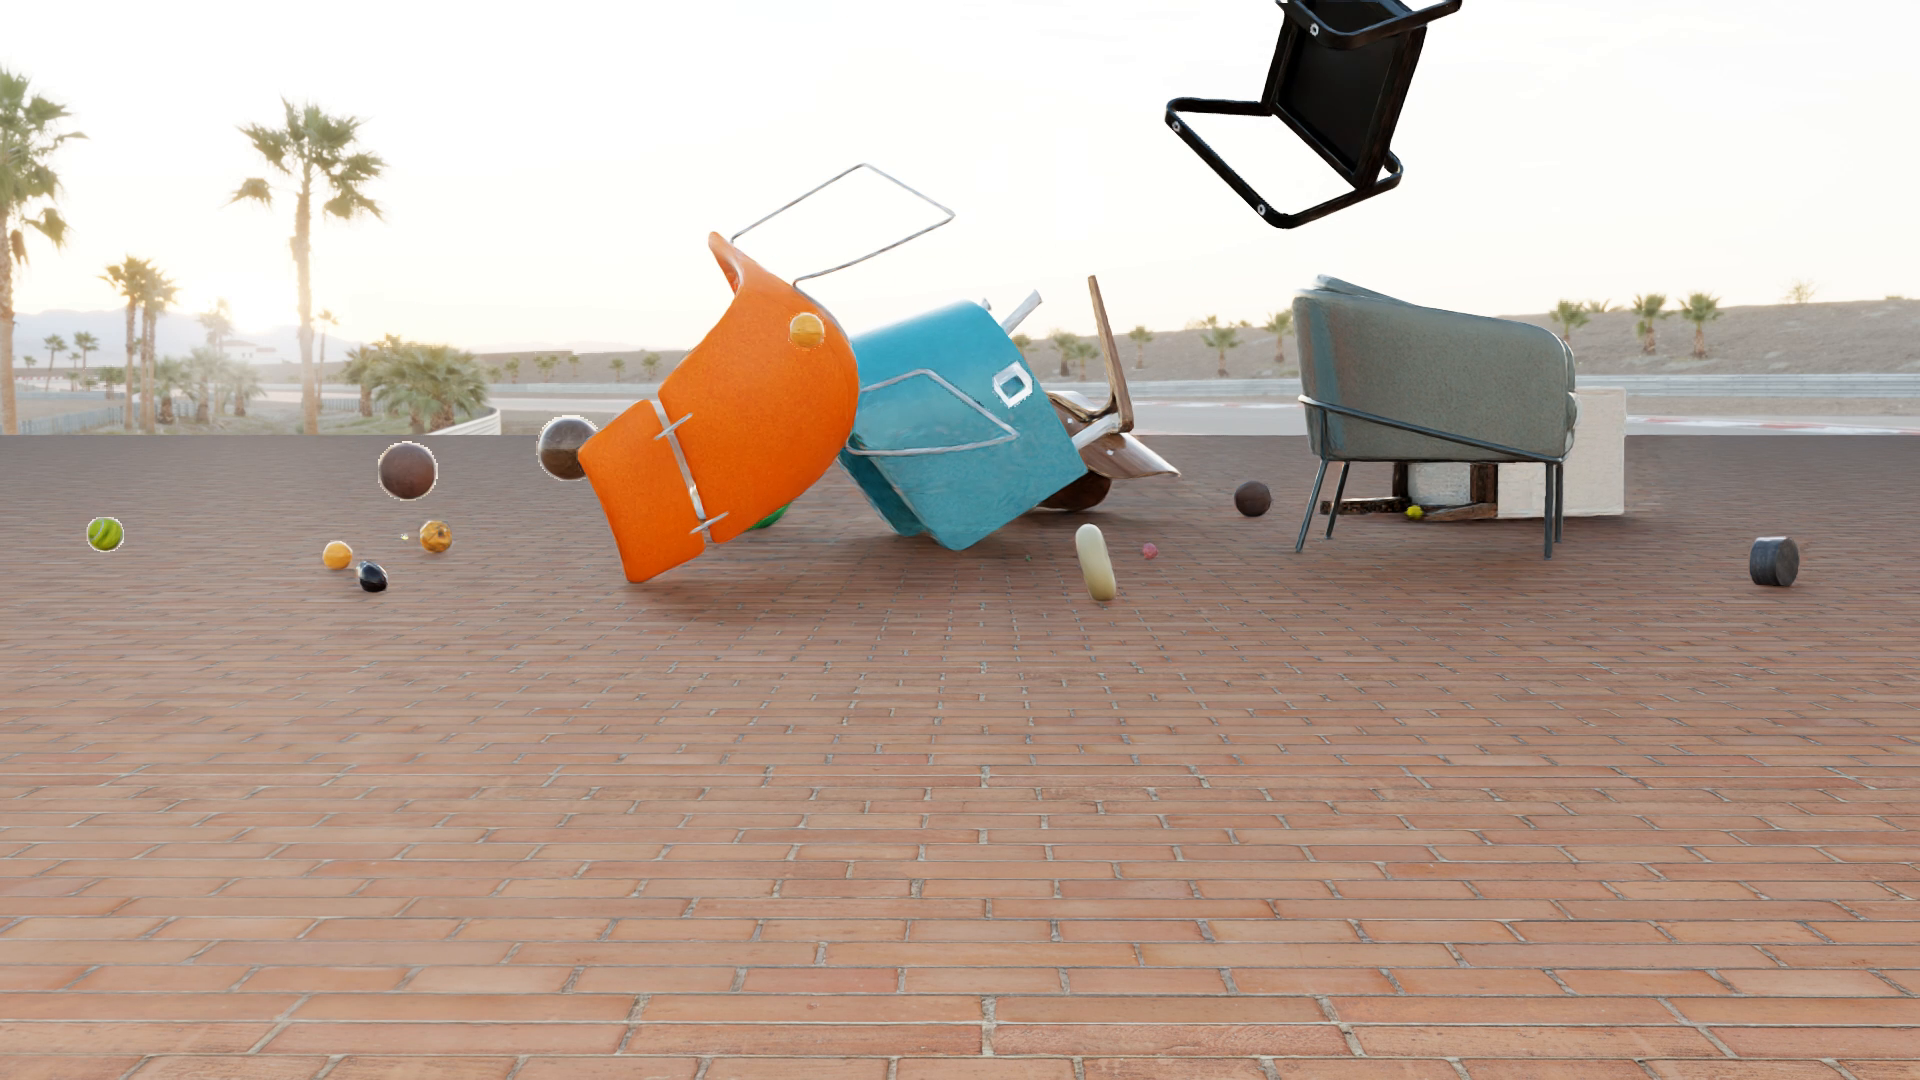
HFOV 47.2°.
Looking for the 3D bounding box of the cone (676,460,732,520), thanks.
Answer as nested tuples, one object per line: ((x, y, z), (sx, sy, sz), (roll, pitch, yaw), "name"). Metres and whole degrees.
((-0.900, -0.123, 7.584), (0.231, 0.242, 0.211), (-28, -56, 30), "cone")

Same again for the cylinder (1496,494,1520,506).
((2.093, -0.152, 8.407), (0.087, 0.049, 0.057), (1, -7, 9), "cylinder")

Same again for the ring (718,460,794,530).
((-0.659, -0.143, 7.101), (0.116, 0.211, 0.343), (-42, 0, 35), "ring")

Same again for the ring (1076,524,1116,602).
((0.289, 0.050, 4.685), (0.057, 0.176, 0.156), (-16, -26, 7), "ring")

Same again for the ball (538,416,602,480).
((-1.490, -0.350, 8.407), (0.240, 0.240, 0.240), (0, 4, 0), "ball")

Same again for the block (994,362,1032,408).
((0.136, -0.399, 5.640), (0.072, 0.064, 0.077), (-33, 25, 20), "block")
